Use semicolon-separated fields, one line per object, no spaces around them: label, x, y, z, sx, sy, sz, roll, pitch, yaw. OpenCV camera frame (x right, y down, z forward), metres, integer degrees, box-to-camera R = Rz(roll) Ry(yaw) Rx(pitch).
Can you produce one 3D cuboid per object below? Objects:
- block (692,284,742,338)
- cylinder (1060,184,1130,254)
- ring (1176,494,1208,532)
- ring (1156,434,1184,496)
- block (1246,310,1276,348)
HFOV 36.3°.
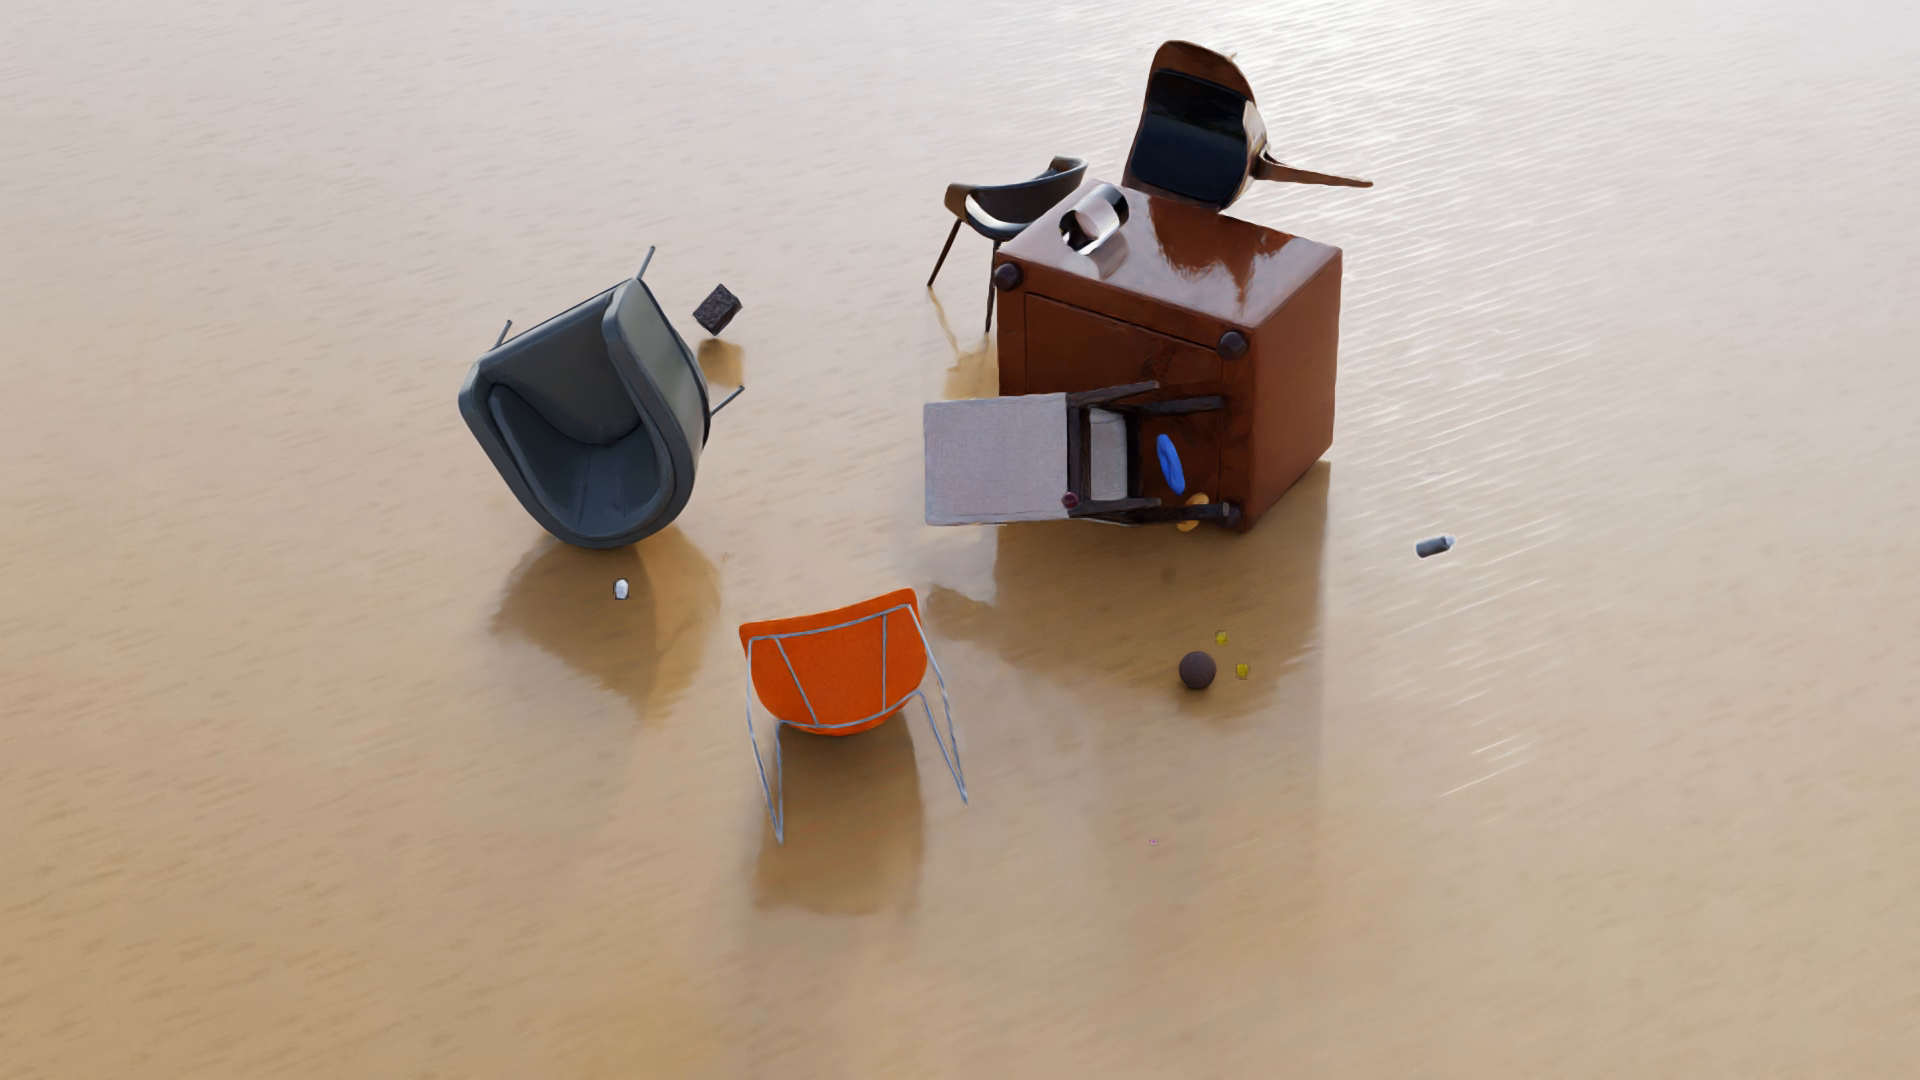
block;-1.004;-0.952;12.157;0.101;0.166;0.168;42;85;7
cylinder;0.504;-1.202;10.978;0.169;0.178;0.230;-19;18;43
ring;0.867;-0.103;10.931;0.057;0.213;0.095;16;50;-15
ring;0.753;-0.270;10.474;0.039;0.242;0.086;-30;20;-35
block;1.250;-0.876;12.189;0.088;0.093;0.134;-6;34;-9
